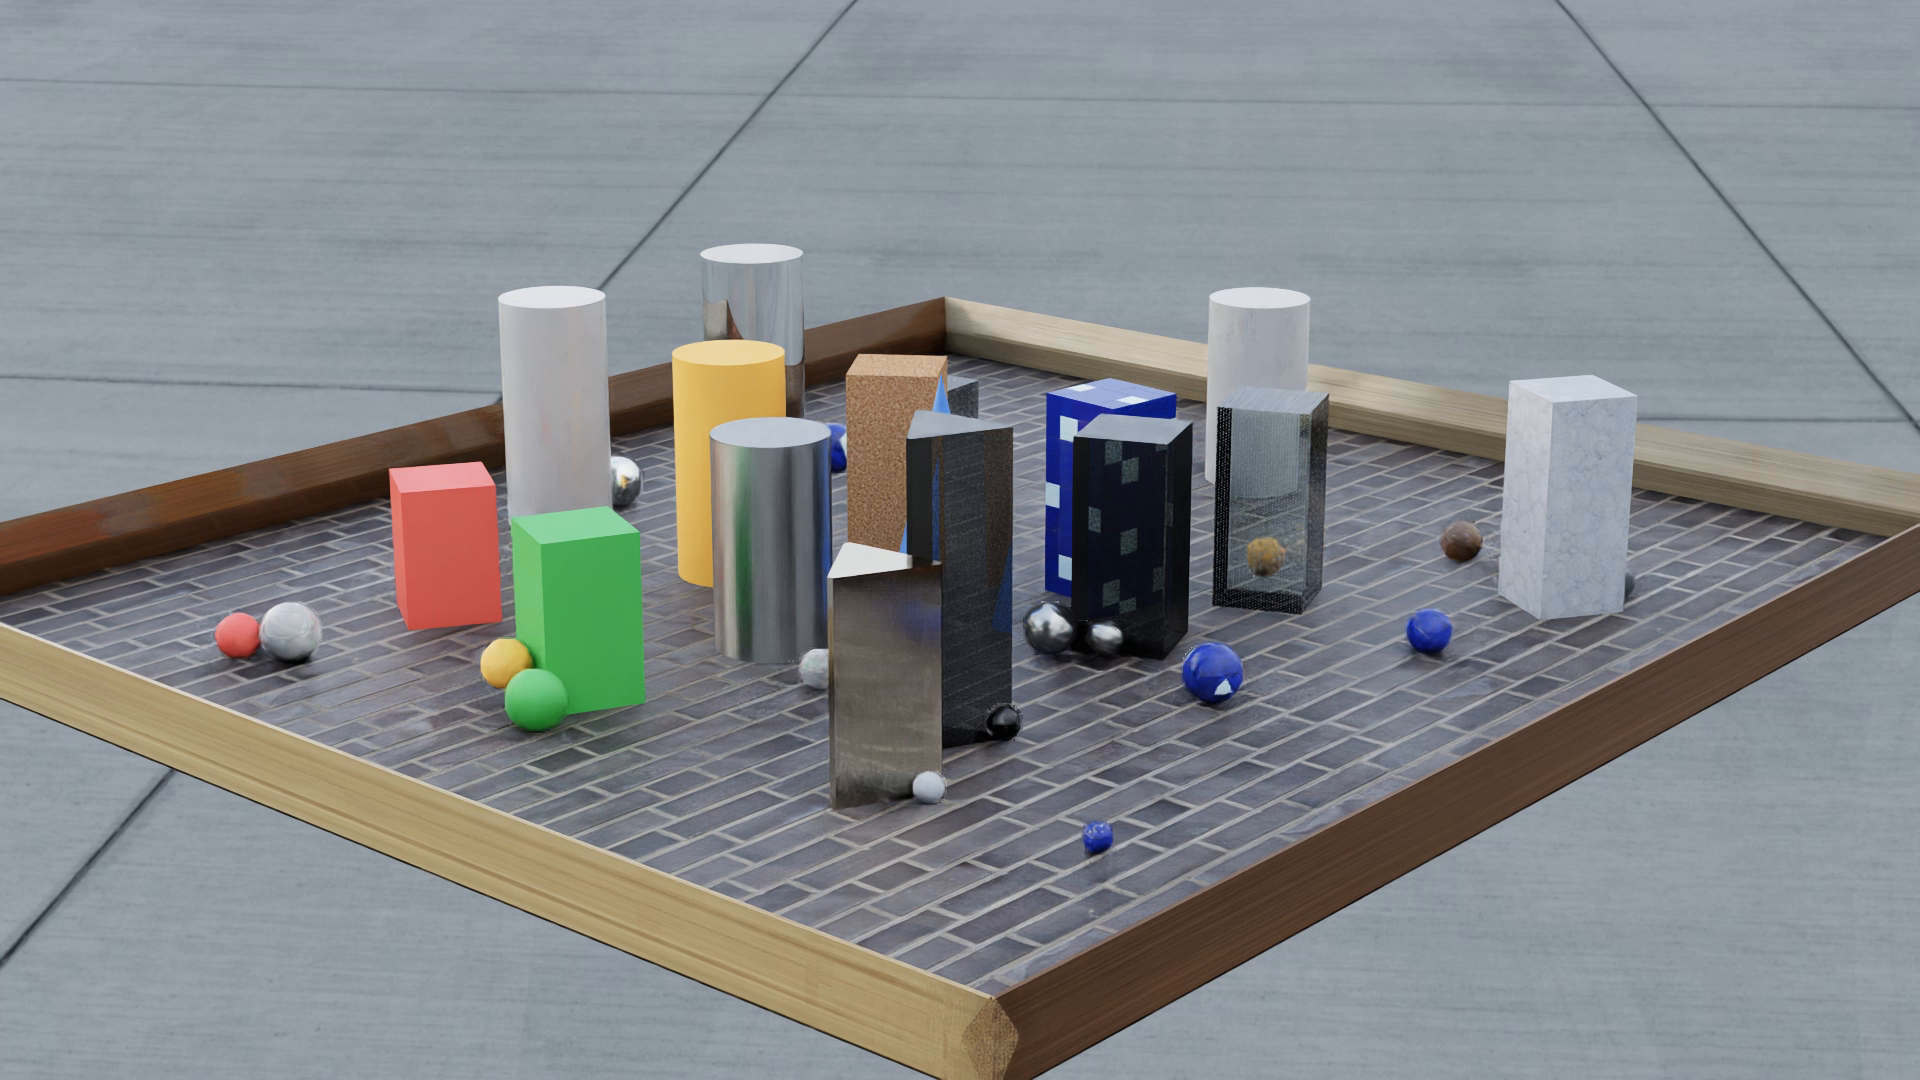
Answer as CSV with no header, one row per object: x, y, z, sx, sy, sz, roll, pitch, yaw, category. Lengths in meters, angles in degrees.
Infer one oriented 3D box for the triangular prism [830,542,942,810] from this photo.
-0.133,0.189,4.226,0.171,0.346,0.148,-7,18,-23,triangular prism

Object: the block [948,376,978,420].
-0.075,-0.175,5.587,0.158,0.257,0.158,11,20,33,block

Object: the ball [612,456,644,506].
-0.660,-0.114,5.666,0.095,0.095,0.095,0,17,0,ball

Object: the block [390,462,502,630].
-0.879,0.009,5.007,0.158,0.241,0.158,-5,18,-17,block

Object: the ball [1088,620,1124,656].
0.238,0.159,4.789,0.059,0.059,0.059,0,17,0,ball

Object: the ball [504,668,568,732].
-0.648,0.244,4.478,0.096,0.096,0.096,0,17,0,ball

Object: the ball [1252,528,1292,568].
0.563,0.014,5.282,0.072,0.072,0.072,0,17,0,ball

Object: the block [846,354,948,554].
-0.110,-0.119,5.173,0.158,0.389,0.158,2,17,6,block

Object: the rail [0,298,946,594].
-0.937,-0.202,5.899,0.045,0.129,2.800,14,22,39,rail

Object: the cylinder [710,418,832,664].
-0.309,-0.001,4.827,0.198,0.364,0.198,0,17,0,cylinder

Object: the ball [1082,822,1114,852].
0.189,0.408,4.024,0.043,0.043,0.043,0,17,0,ball

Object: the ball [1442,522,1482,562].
0.910,0.003,5.316,0.074,0.074,0.074,0,17,0,ball

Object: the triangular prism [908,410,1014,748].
-0.030,0.057,4.421,0.171,0.487,0.148,-8,18,-25,triangular prism

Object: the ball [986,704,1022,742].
0.065,0.275,4.412,0.054,0.054,0.054,0,17,0,ball

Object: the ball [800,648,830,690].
-0.223,0.204,4.662,0.066,0.066,0.066,0,17,0,ball

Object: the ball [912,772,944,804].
-0.045,0.354,4.198,0.046,0.046,0.046,0,17,0,ball

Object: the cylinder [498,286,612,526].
-0.759,-0.245,5.514,0.198,0.433,0.198,0,17,0,cylinder

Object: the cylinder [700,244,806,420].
-0.402,-0.329,5.730,0.198,0.470,0.198,0,17,0,cylinder

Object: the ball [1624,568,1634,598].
1.147,0.074,5.110,0.057,0.057,0.057,0,17,0,ball

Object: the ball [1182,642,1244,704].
0.397,0.209,4.595,0.096,0.096,0.096,0,17,0,ball

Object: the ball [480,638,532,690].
-0.707,0.193,4.571,0.081,0.081,0.081,0,17,0,ball

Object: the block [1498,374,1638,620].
1.042,-0.075,5.039,0.158,0.382,0.158,-5,17,-16,block

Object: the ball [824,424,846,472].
-0.255,-0.186,5.898,0.099,0.099,0.099,0,17,0,ball

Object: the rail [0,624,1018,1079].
-0.902,0.332,4.125,2.528,0.129,0.045,14,22,39,rail

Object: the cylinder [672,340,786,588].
-0.407,-0.137,5.209,0.198,0.403,0.198,0,17,0,cylinder

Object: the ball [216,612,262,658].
-1.181,0.157,4.801,0.075,0.075,0.075,0,17,0,ball

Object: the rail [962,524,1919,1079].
0.937,0.267,4.341,0.045,0.129,2.800,14,22,39,rail

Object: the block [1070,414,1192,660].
0.284,-0.007,4.843,0.158,0.366,0.158,6,18,18,block

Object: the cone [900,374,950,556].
-0.032,-0.071,4.939,0.198,0.432,0.198,0,17,0,cone

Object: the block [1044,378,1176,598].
0.261,-0.083,5.110,0.158,0.356,0.158,-15,23,-41,block

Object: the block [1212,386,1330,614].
0.537,-0.070,5.073,0.158,0.354,0.158,6,18,18,block

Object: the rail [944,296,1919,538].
0.902,-0.268,6.115,2.528,0.129,0.045,14,22,39,rail

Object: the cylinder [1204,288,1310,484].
0.589,-0.301,5.816,0.198,0.367,0.198,0,17,0,cylinder

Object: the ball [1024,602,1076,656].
0.148,0.146,4.805,0.086,0.086,0.086,0,17,0,ball

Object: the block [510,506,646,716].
-0.599,0.111,4.601,0.158,0.280,0.158,-8,18,-24,block

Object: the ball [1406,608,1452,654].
0.773,0.150,4.825,0.076,0.076,0.076,0,17,0,ball

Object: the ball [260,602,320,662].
-1.094,0.150,4.786,0.098,0.098,0.098,0,17,0,ball
